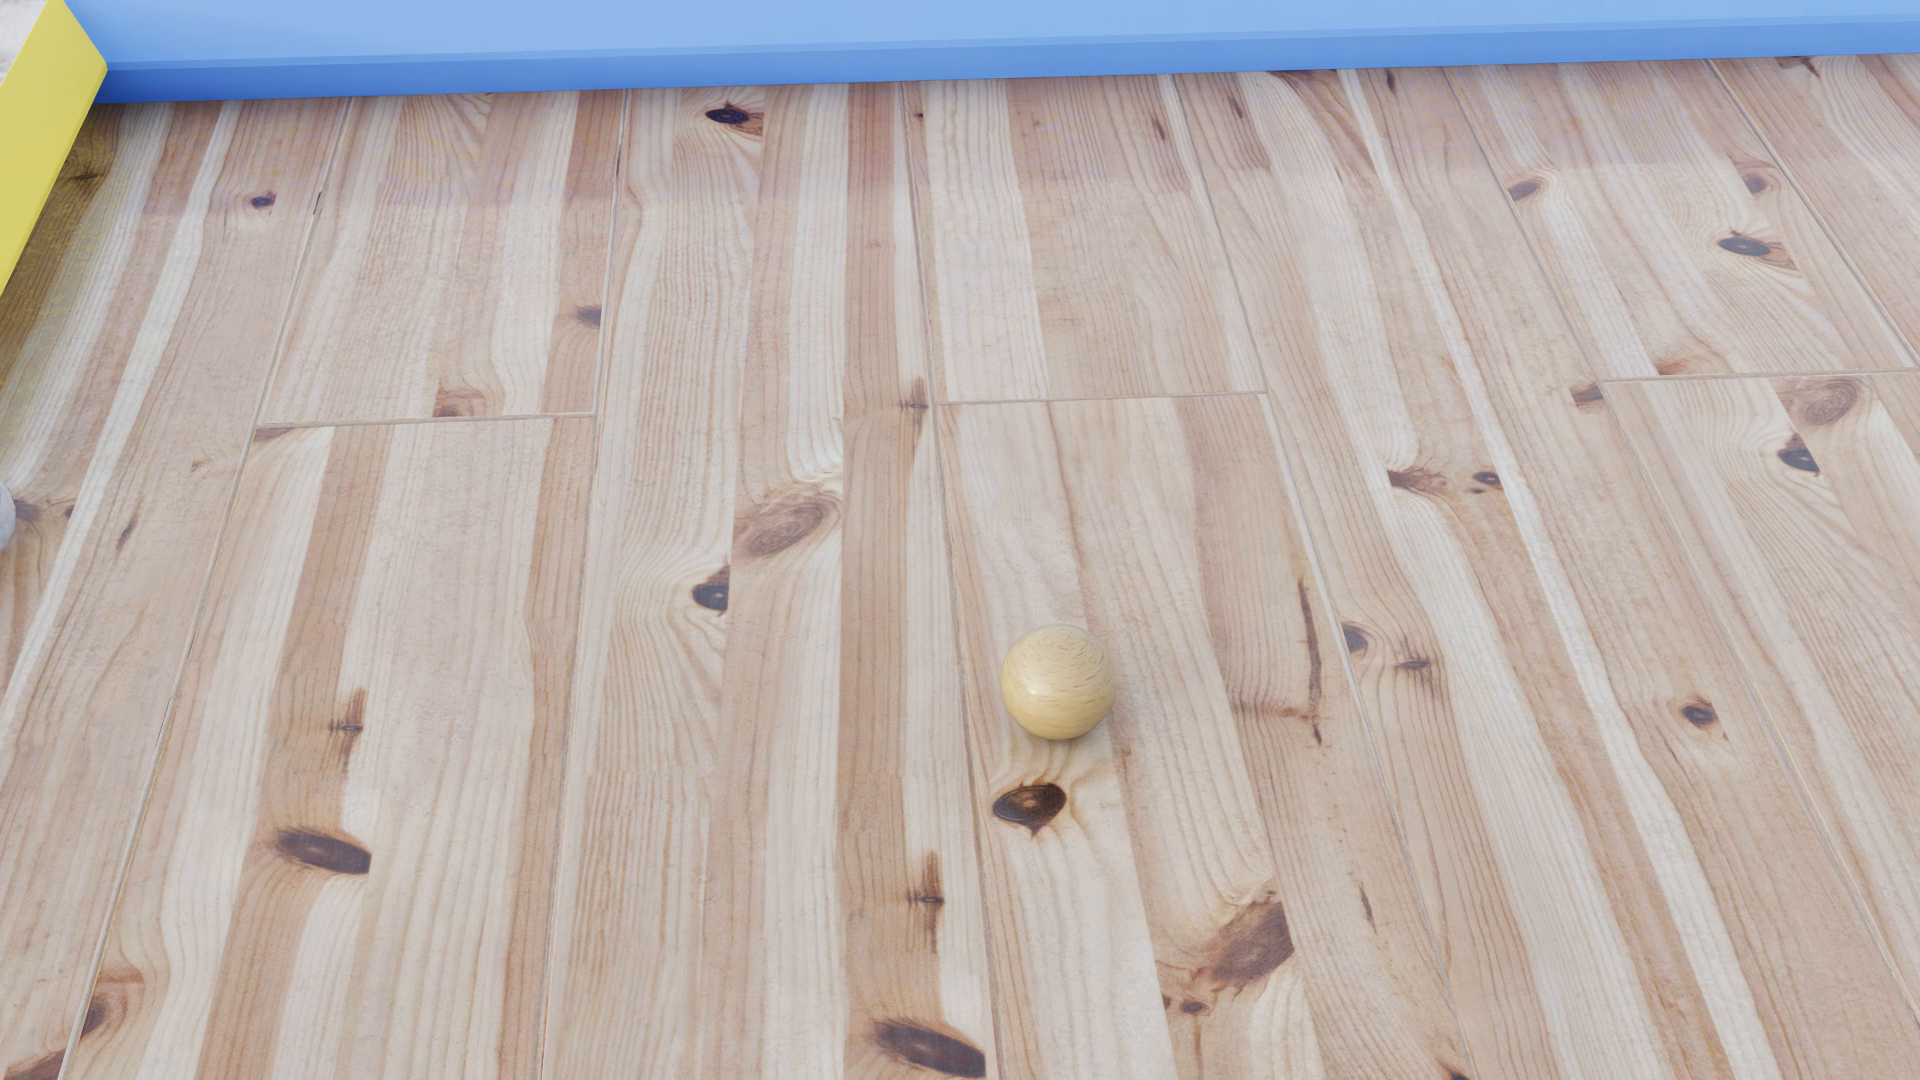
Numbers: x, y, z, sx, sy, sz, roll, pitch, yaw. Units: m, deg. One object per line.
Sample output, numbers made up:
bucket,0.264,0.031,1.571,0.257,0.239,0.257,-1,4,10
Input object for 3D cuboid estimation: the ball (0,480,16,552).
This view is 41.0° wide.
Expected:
ball,-0.674,-0.016,1.728,0.071,0.071,0.071,0,36,0

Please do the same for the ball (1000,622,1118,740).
ball,0.061,0.087,1.583,0.073,0.073,0.073,0,36,0

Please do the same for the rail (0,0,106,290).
rail,-0.724,0.011,1.656,0.045,0.110,1.551,-2,36,-3

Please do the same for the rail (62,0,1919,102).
rail,0.699,-0.482,2.341,2.995,0.110,0.045,-2,36,-3
